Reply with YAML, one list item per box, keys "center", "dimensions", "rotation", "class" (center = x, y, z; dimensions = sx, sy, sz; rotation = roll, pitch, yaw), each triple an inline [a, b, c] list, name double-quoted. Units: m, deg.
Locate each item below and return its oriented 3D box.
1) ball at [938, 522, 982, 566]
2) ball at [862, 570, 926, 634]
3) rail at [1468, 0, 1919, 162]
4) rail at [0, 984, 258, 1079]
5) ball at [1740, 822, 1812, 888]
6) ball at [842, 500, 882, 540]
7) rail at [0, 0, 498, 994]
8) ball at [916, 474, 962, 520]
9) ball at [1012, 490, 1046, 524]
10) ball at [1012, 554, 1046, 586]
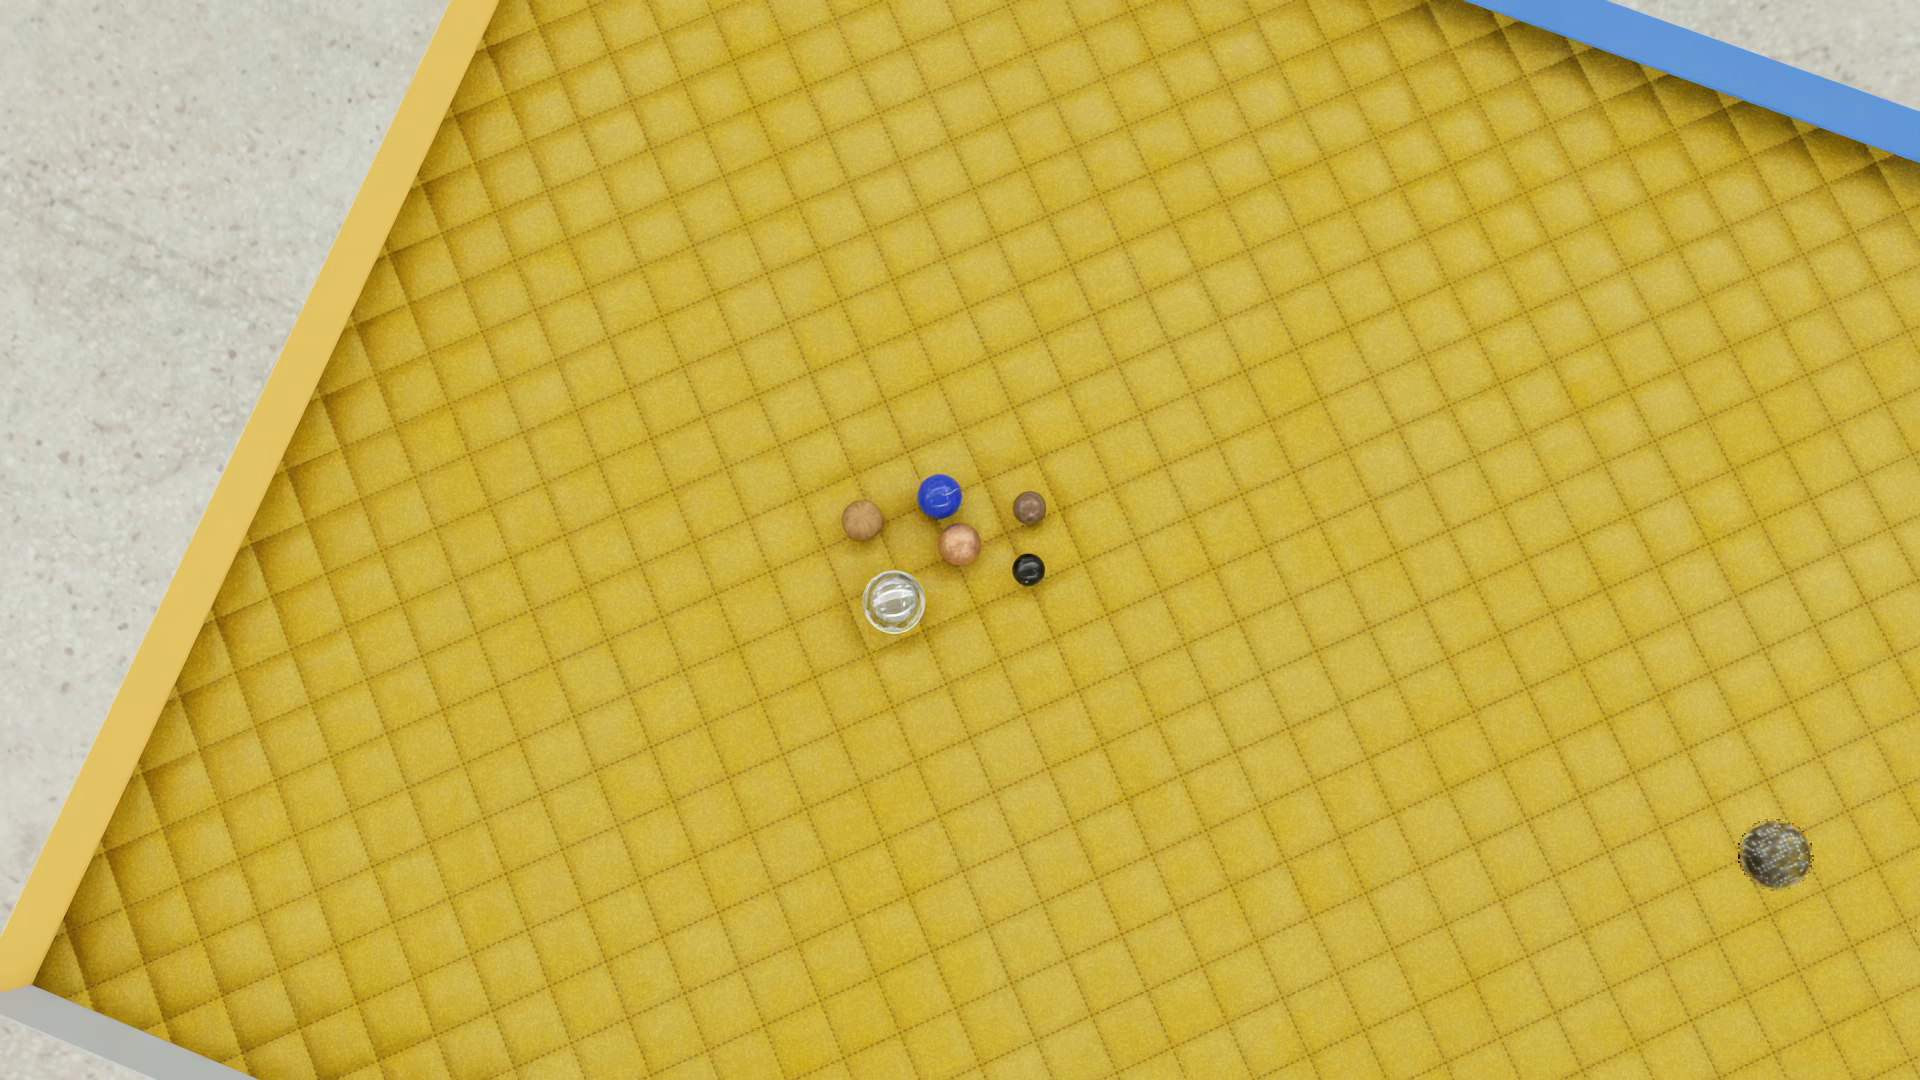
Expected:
- center: [0.000, 0.006, 3.313]
  dimensions: [0.065, 0.065, 0.065]
  rotation: [0, 78, 0]
  class: "ball"
- center: [-0.099, 0.092, 3.279]
  dimensions: [0.095, 0.095, 0.095]
  rotation: [0, 78, 0]
  class: "ball"
- center: [1.379, -0.653, 3.427]
  dimensions: [4.163, 0.126, 0.045]
  rotation: [21, 78, 5]
  class: "rail"
- center: [0.558, 1.383, 2.976]
  dimensions: [4.163, 0.126, 0.045]
  rotation: [21, 78, 5]
  class: "rail"
- center: [1.186, 0.458, 3.197]
  dimensions: [0.097, 0.097, 0.097]
  rotation: [0, 78, 0]
  class: "ball"
- center: [-0.148, -0.030, 3.323]
  dimensions: [0.062, 0.062, 0.062]
  rotation: [0, 78, 0]
  class: "ball"
- center: [-0.946, -0.370, 3.364]
  dimensions: [0.045, 0.126, 2.288]
  rotation: [21, 78, 5]
  class: "rail"
- center: [-0.031, -0.066, 3.327]
  dimensions: [0.069, 0.069, 0.069]
  rotation: [0, 78, 0]
  class: "ball"
- center: [0.105, -0.049, 3.332]
  dimensions: [0.052, 0.052, 0.052]
  rotation: [0, 78, 0]
  class: "ball"
- center: [0.103, 0.045, 3.312]
  dimensions: [0.051, 0.051, 0.051]
  rotation: [0, 78, 0]
  class: "ball"
